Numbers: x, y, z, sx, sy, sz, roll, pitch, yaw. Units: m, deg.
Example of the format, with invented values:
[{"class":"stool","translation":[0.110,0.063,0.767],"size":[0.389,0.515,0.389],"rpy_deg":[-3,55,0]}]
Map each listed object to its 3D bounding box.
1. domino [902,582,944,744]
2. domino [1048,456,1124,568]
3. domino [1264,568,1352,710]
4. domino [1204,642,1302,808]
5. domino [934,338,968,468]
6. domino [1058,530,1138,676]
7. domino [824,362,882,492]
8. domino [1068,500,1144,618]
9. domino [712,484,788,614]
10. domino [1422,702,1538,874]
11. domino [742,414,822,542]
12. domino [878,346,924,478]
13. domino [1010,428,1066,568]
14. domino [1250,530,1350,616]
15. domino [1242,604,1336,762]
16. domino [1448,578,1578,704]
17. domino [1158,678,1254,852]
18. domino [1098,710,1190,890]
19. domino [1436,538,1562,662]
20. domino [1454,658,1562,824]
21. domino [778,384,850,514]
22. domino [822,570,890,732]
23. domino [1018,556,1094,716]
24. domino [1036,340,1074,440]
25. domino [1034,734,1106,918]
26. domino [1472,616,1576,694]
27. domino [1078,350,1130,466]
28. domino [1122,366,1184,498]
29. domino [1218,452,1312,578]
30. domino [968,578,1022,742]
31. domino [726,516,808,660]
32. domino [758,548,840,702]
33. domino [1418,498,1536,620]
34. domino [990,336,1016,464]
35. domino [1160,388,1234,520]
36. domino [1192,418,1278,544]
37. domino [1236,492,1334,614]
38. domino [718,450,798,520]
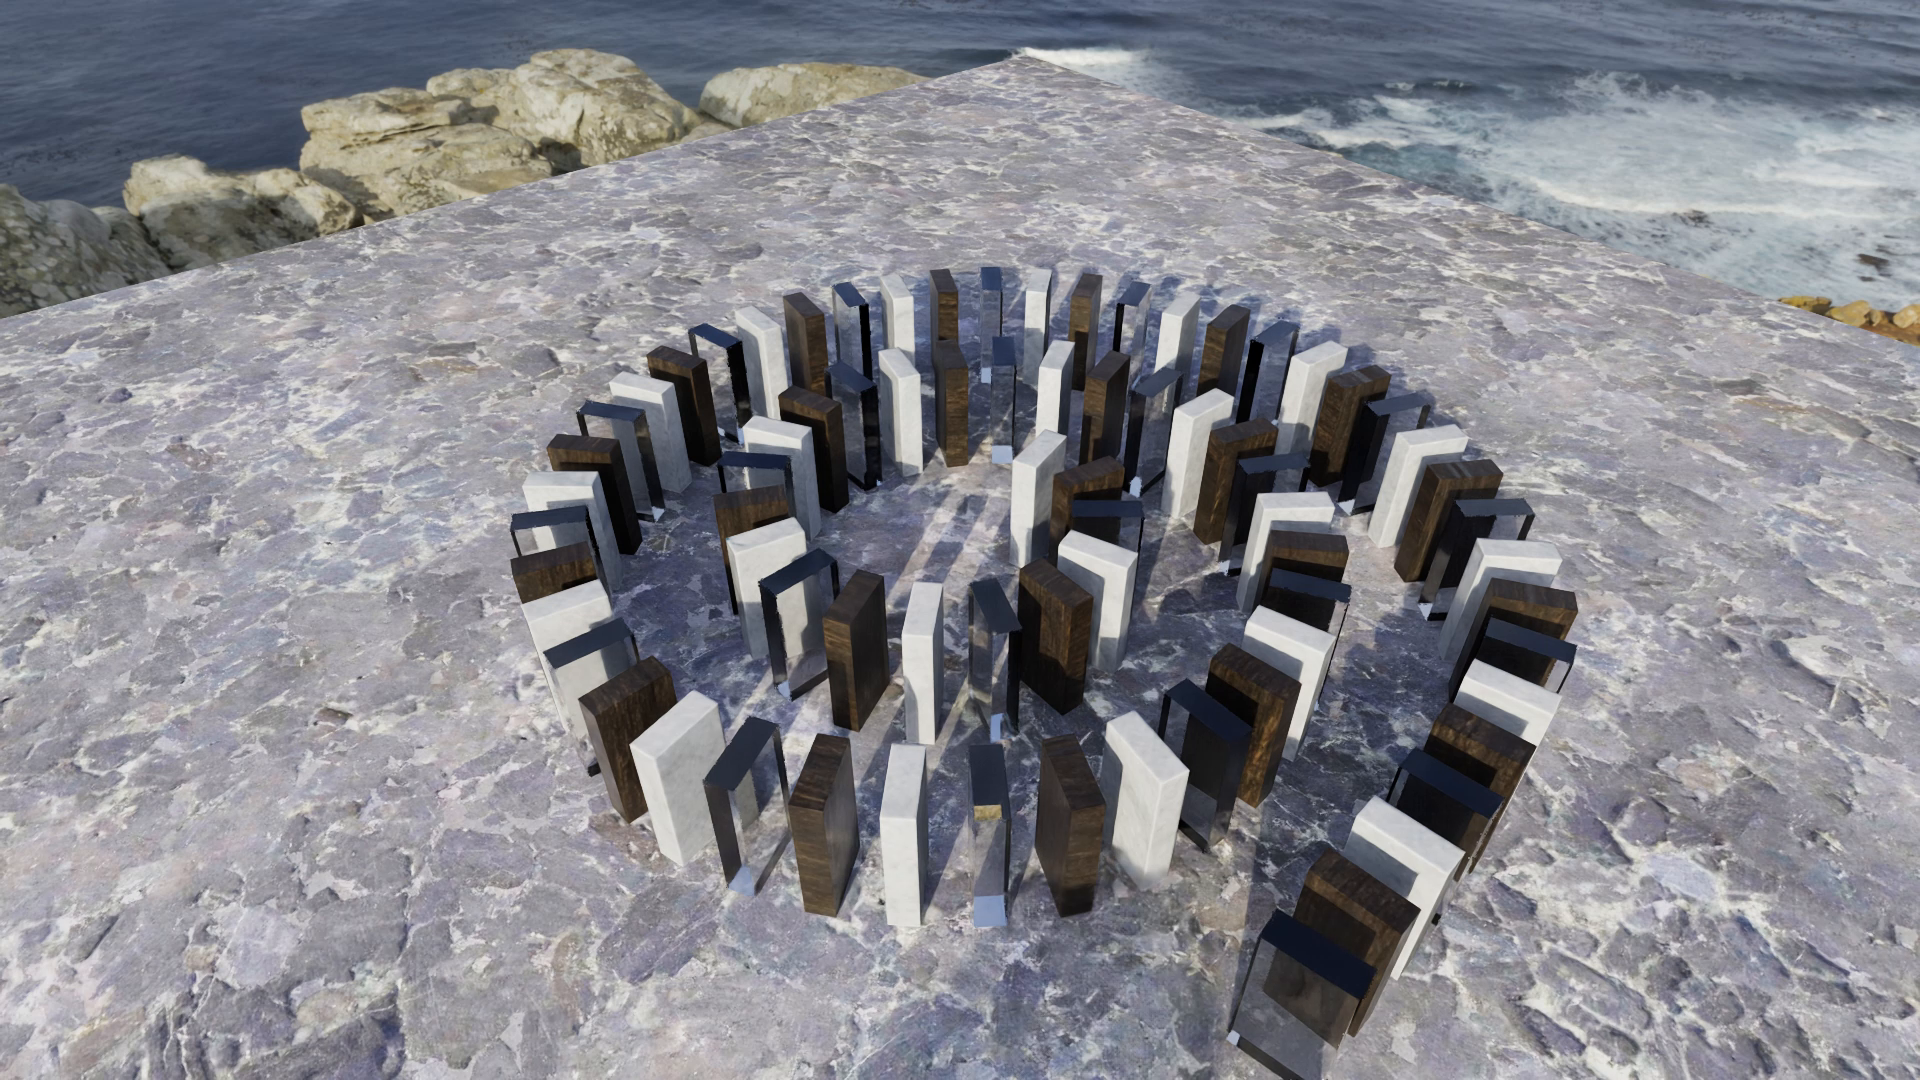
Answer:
[{"class":"domino","translation":[-0.012,0.041,0.362],"size":[0.009,0.050,0.025],"rpy_deg":[4,40,5]},{"class":"domino","translation":[0.047,-0.006,0.419],"size":[0.025,0.050,0.009],"rpy_deg":[-20,43,-22]},{"class":"domino","translation":[0.113,0.034,0.370],"size":[0.025,0.050,0.009],"rpy_deg":[13,41,16]},{"class":"domino","translation":[0.088,0.058,0.341],"size":[0.025,0.050,0.010],"rpy_deg":[31,48,32]},{"class":"domino","translation":[-0.004,-0.060,0.485],"size":[0.009,0.050,0.025],"rpy_deg":[-8,40,-10]},{"class":"domino","translation":[0.046,0.022,0.384],"size":[0.025,0.050,0.010],"rpy_deg":[20,44,23]},{"class":"domino","translation":[-0.045,-0.048,0.470],"size":[0.009,0.050,0.025],"rpy_deg":[-28,47,-30]},{"class":"domino","translation":[0.052,0.008,0.401],"size":[0.025,0.050,0.009],"rpy_deg":[0,39,0]},{"class":"domino","translation":[-0.075,0.004,0.406],"size":[0.025,0.050,0.009],"rpy_deg":[-9,40,-11]},{"class":"domino","translation":[0.146,0.073,0.322],"size":[0.025,0.050,0.010],"rpy_deg":[29,47,31]},{"class":"domino","translation":[-0.071,-0.024,0.441],"size":[0.025,0.050,0.010],"rpy_deg":[14,41,16]},{"class":"domino","translation":[-0.026,-0.056,0.479],"size":[0.010,0.050,0.025],"rpy_deg":[-15,42,-18]},{"class":"domino","translation":[0.030,-0.015,0.430],"size":[0.009,0.050,0.025],"rpy_deg":[22,44,24]},{"class":"domino","translation":[0.118,0.020,0.387],"size":[0.025,0.050,0.010],"rpy_deg":[4,40,5]},{"class":"domino","translation":[0.102,0.047,0.354],"size":[0.025,0.050,0.010],"rpy_deg":[24,45,26]},{"class":"domino","translation":[0.183,0.037,0.367],"size":[0.025,0.050,0.009],"rpy_deg":[11,41,13]},{"class":"domino","translation":[0.071,0.068,0.329],"size":[0.010,0.050,0.025],"rpy_deg":[-27,46,-29]},{"class":"domino","translation":[0.052,0.076,0.319],"size":[0.009,0.050,0.025],"rpy_deg":[-19,43,-22]},{"class":"domino","translation":[0.187,0.022,0.384],"size":[0.025,0.050,0.010],"rpy_deg":[3,39,4]},{"class":"domino","translation":[0.161,0.062,0.336],"size":[0.025,0.050,0.009],"rpy_deg":[26,46,28]},{"class":"domino","translation":[-0.060,-0.037,0.457],"size":[0.025,0.050,0.009],"rpy_deg":[22,44,25]},{"class":"domino","translation":[-0.034,0.037,0.366],"size":[0.009,0.050,0.025],"rpy_deg":[14,41,17]},{"class":"domino","translation":[0.031,0.033,0.371],"size":[0.010,0.050,0.025],"rpy_deg":[-27,46,-29]},{"class":"domino","translation":[0.042,-0.060,0.484],"size":[0.010,0.050,0.025],"rpy_deg":[11,41,13]},{"class":"domino","translation":[0.031,0.081,0.312],"size":[0.009,0.050,0.025],"rpy_deg":[-9,40,-11]},{"class":"domino","translation":[0.174,0.050,0.351],"size":[0.025,0.050,0.010],"rpy_deg":[20,43,23]},{"class":"domino","translation":[0.062,-0.054,0.477],"size":[0.010,0.050,0.025],"rpy_deg":[20,43,23]},{"class":"domino","translation":[0.081,-0.046,0.467],"size":[0.009,0.050,0.025],"rpy_deg":[27,47,29]},{"class":"domino","translation":[0.116,-0.009,0.423],"size":[0.025,0.050,0.009],"rpy_deg":[-7,40,-9]},{"class":"domino","translation":[0.011,0.040,0.363],"size":[0.009,0.050,0.025],"rpy_deg":[-11,41,-13]},{"class":"domino","translation":[-0.066,0.018,0.390],"size":[0.025,0.050,0.009],"rpy_deg":[-19,43,-22]},{"class":"domino","translation":[-0.053,0.029,0.376],"size":[0.025,0.050,0.010],"rpy_deg":[-31,49,-32]},{"class":"domino","translation":[0.188,0.008,0.402],"size":[0.025,0.050,0.009],"rpy_deg":[-2,39,-2]},{"class":"domino","translation":[0.019,-0.062,0.487],"size":[0.009,0.050,0.025],"rpy_deg":[0,39,-1]},{"class":"domino","translation":[0.098,-0.035,0.455],"size":[0.025,0.050,0.009],"rpy_deg":[-28,47,-30]},{"class":"domino","translation":[0.110,-0.023,0.440],"size":[0.025,0.050,0.010],"rpy_deg":[-15,42,-18]},{"class":"domino","translation":[0.119,0.005,0.405],"size":[0.025,0.050,0.010],"rpy_deg":[-2,39,-2]},{"class":"domino","translation":[-0.077,-0.010,0.424],"size":[0.025,0.050,0.009],"rpy_deg":[5,40,6]}]
